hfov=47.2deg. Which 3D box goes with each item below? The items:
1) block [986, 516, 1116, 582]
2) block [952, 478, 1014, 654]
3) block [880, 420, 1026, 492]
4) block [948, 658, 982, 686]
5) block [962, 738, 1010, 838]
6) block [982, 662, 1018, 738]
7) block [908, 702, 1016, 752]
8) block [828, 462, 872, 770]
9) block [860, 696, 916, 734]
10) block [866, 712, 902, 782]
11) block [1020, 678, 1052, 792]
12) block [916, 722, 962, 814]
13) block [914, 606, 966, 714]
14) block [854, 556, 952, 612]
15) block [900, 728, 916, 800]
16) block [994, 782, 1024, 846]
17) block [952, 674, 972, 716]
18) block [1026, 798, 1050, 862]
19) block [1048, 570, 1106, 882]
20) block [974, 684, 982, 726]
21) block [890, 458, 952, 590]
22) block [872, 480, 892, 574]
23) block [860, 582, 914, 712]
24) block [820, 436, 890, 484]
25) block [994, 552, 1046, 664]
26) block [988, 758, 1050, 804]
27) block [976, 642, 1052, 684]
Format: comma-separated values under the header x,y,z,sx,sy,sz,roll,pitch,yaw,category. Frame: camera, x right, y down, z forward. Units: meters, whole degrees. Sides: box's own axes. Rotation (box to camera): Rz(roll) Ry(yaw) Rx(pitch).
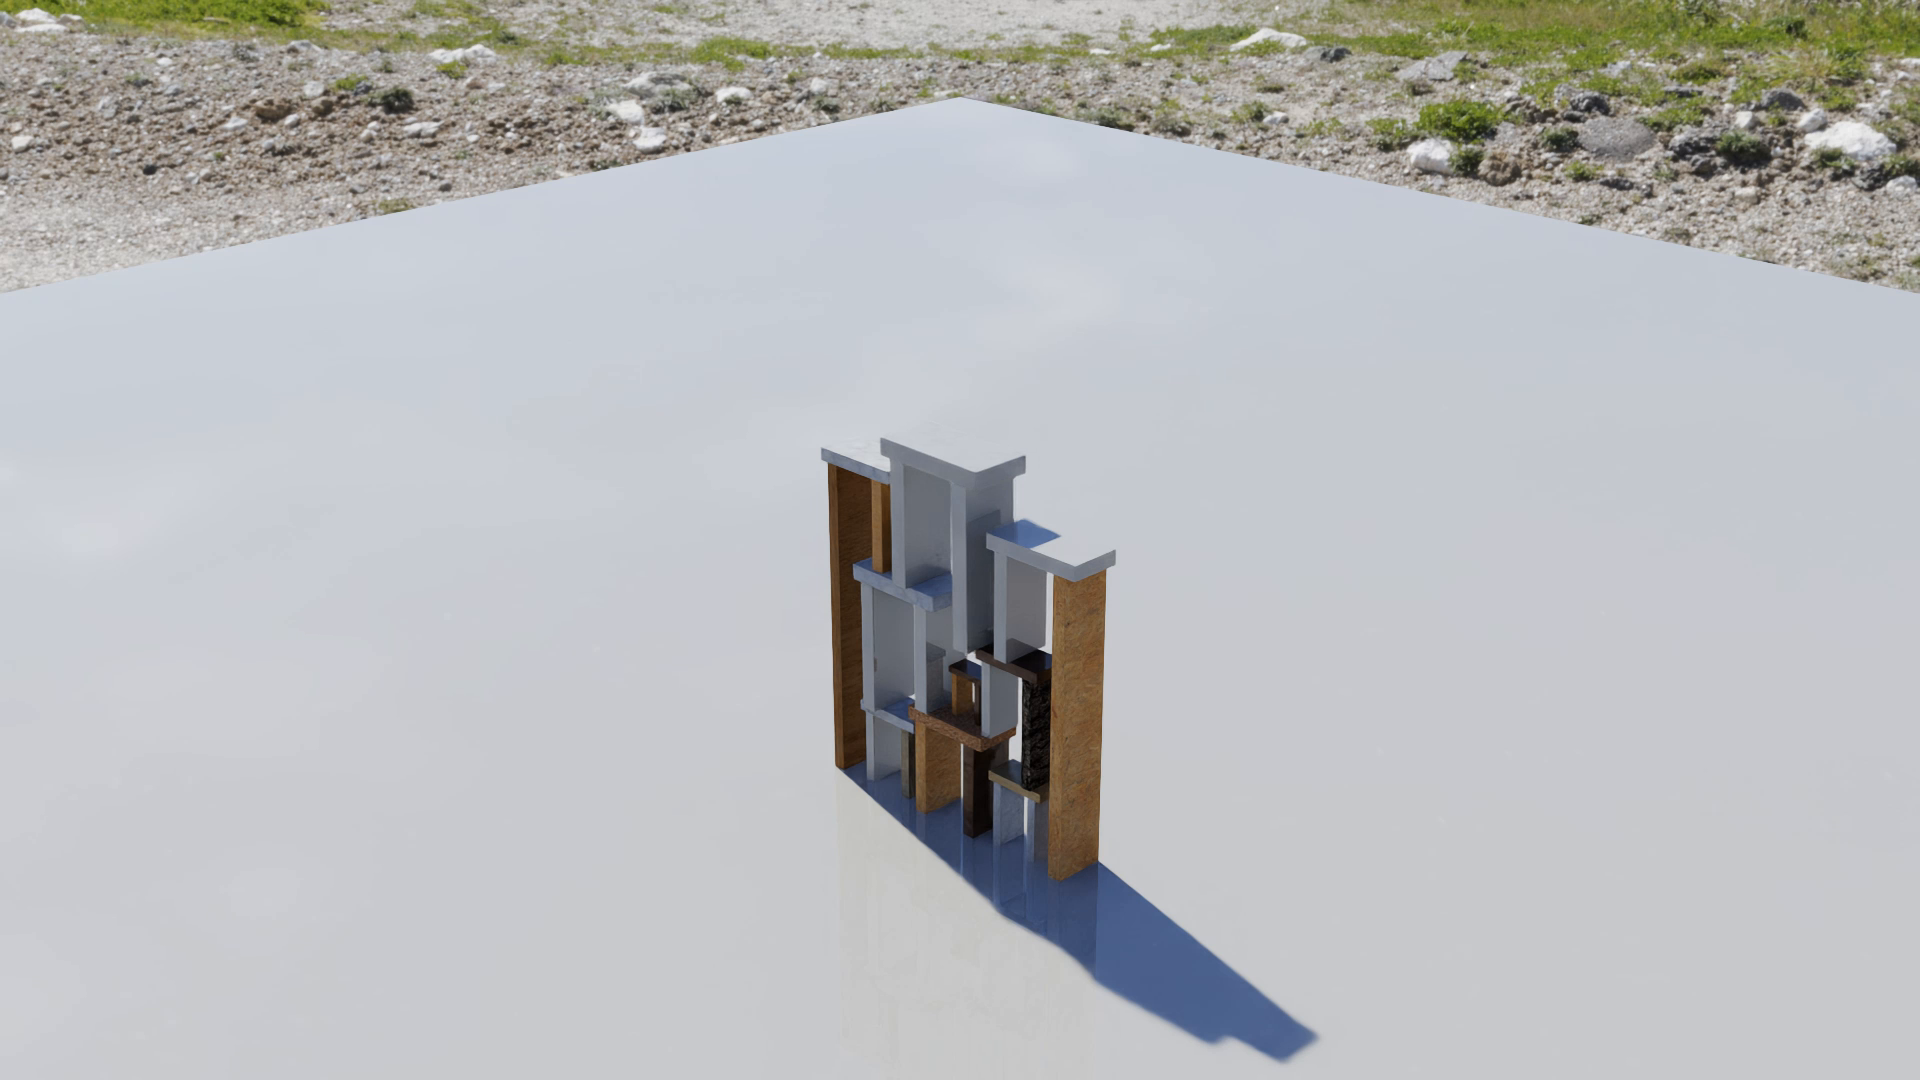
x,y,z,sx,sy,sz,roll,pitch,yaw,category
0.167,0.016,4.055,0.221,0.031,0.111,21,31,40,block
0.044,0.038,4.178,0.037,0.339,0.131,20,30,40,block
-0.014,-0.161,4.165,0.131,0.037,0.262,-21,31,-40,block
0.026,0.259,4.311,0.045,0.013,0.091,-21,31,-40,block
0.052,0.482,4.367,0.101,0.202,0.029,-21,31,-40,block
0.078,0.297,4.265,0.023,0.161,0.081,21,31,41,block
0.004,0.357,4.365,0.202,0.029,0.101,21,31,41,block
-0.219,0.151,4.528,0.027,0.685,0.097,21,31,41,block
-0.121,0.349,4.509,0.078,0.022,0.157,-21,31,-41,block
-0.158,0.417,4.577,0.022,0.157,0.078,21,31,41,block
0.154,0.361,4.209,0.023,0.235,0.081,21,31,41,block
-0.044,0.445,4.454,0.101,0.202,0.029,-21,31,-41,block
-0.038,0.220,4.361,0.032,0.229,0.114,21,31,40,block
-0.092,0.078,4.360,0.114,0.032,0.229,-21,31,-40,block
-0.085,0.446,4.509,0.022,0.157,0.078,21,31,41,block
0.097,0.528,4.341,0.019,0.137,0.068,21,31,41,block
0.005,0.298,4.352,0.045,0.091,0.013,-21,31,-40,block
0.161,0.553,4.282,0.068,0.137,0.019,-21,31,-40,block
0.220,0.343,4.138,0.031,0.635,0.111,21,31,41,block
0.049,0.315,4.313,0.013,0.091,0.045,21,31,40,block
-0.074,-0.048,4.281,0.131,0.262,0.037,-21,31,-40,block
-0.129,-0.039,4.348,0.097,0.194,0.027,-22,31,-40,block
-0.146,0.201,4.471,0.114,0.280,0.032,-21,31,-40,block
-0.174,-0.159,4.347,0.097,0.027,0.193,-21,31,-40,block
0.114,0.112,4.153,0.031,0.221,0.111,21,31,40,block
0.129,0.469,4.281,0.137,0.019,0.068,21,31,41,block
0.115,0.228,4.193,0.161,0.023,0.081,21,31,40,block
